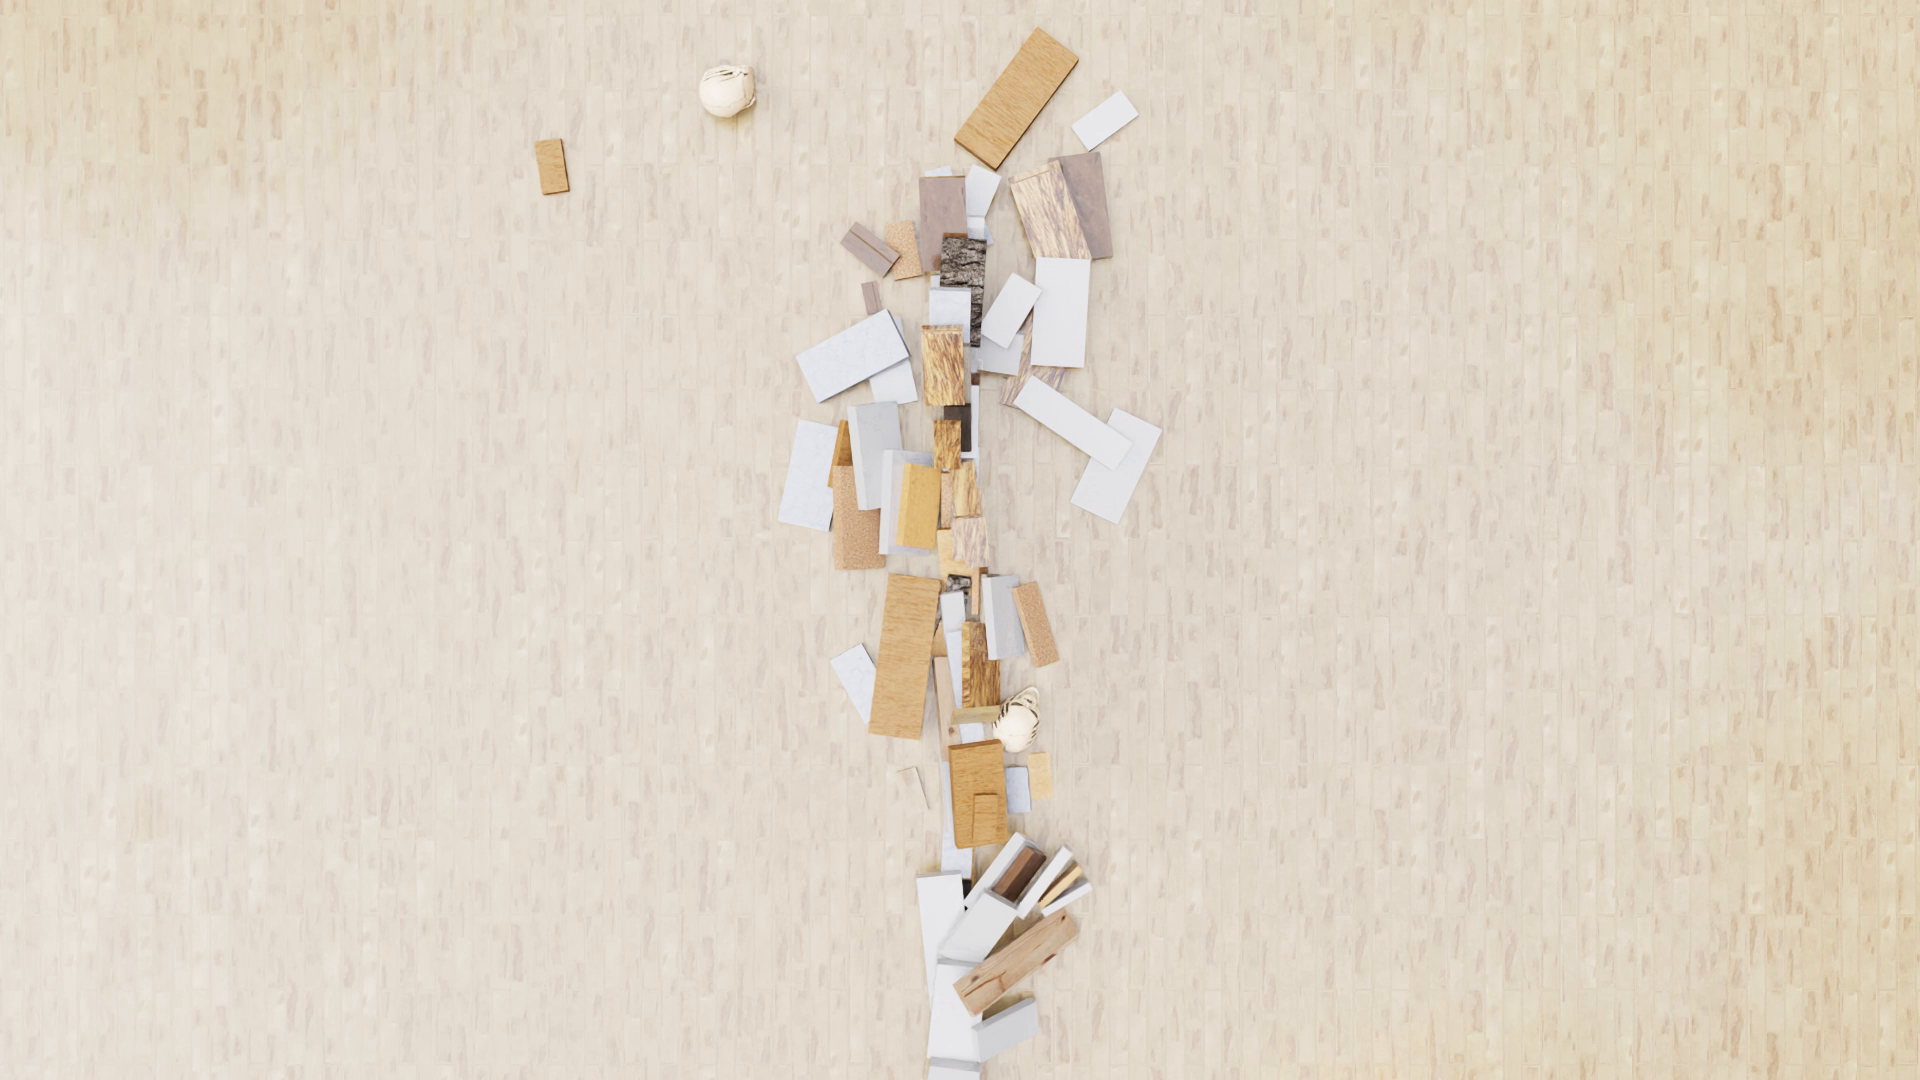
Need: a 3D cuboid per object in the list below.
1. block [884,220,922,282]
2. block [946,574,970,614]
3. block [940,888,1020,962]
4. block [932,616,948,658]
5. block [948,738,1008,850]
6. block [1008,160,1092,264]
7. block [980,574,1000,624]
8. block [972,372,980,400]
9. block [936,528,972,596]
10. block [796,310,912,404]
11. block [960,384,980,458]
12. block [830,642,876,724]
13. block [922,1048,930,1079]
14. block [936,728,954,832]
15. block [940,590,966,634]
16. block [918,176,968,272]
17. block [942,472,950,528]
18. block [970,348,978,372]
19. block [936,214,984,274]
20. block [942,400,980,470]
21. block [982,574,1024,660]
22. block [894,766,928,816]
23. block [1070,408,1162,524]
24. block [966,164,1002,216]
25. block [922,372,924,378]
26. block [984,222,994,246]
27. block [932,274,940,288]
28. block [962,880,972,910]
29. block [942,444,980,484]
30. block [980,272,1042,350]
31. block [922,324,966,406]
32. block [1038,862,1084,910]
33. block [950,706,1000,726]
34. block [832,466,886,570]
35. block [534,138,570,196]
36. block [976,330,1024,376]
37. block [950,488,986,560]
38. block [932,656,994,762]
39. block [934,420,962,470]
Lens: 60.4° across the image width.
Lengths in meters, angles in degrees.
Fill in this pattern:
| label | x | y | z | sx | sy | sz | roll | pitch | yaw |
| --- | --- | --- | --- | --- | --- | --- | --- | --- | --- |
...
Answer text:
| label | x | y | z | sx | sy | sz | roll | pitch | yaw |
| --- | --- | --- | --- | --- | --- | --- | --- | --- | --- |
| block | -0.188 | -0.964 | 5.487 | 0.093 | 0.026 | 0.186 | -11 | 90 | 0 |
| block | -0.012 | 0.187 | 5.453 | 0.076 | 0.021 | 0.151 | 7 | 118 | -3 |
| block | 0.063 | 1.264 | 5.354 | 0.134 | 0.038 | 0.267 | 31 | 107 | -10 |
| block | -0.047 | 0.318 | 5.473 | 0.076 | 0.021 | 0.151 | 20 | 98 | -10 |
| block | 0.059 | 0.827 | 5.366 | 0.170 | 0.048 | 0.339 | -6 | 102 | -13 |
| block | 0.296 | -1.051 | 5.427 | 0.174 | 0.049 | 0.348 | -19 | 89 | 3 |
| block | 0.100 | 0.193 | 5.460 | 0.023 | 0.081 | 0.161 | 1 | 90 | 35 |
| block | 0.002 | -0.431 | 5.426 | 0.122 | 0.035 | 0.244 | 1 | 119 | 0 |
| block | -0.010 | 0.072 | 5.456 | 0.115 | 0.033 | 0.230 | -4 | 103 | 2 |
| block | -0.351 | -0.605 | 5.442 | 0.344 | 0.049 | 0.172 | -26 | 87 | 10 |
| block | 0.000 | -0.387 | 5.359 | 0.118 | 0.033 | 0.236 | 1 | 103 | 0 |
| block | -0.321 | 0.477 | 5.483 | 0.121 | 0.034 | 0.241 | -29 | 90 | 0 |
| block | -0.033 | 1.668 | 5.444 | 0.145 | 0.041 | 0.291 | 8 | 100 | -2 |
| block | 0.026 | 0.784 | 5.446 | 0.170 | 0.048 | 0.339 | -4 | 86 | -13 |
| block | -0.023 | 0.245 | 5.431 | 0.076 | 0.021 | 0.151 | -9 | 106 | -13 |
| block | -0.052 | -1.023 | 5.334 | 0.149 | 0.042 | 0.298 | -2 | 113 | 2 |
| block | -0.004 | -0.112 | 5.441 | 0.115 | 0.033 | 0.230 | 0 | 108 | 0 |
| block | -0.004 | -0.539 | 5.411 | 0.122 | 0.035 | 0.244 | -1 | 119 | 5 |
| block | -0.001 | -0.917 | 5.423 | 0.149 | 0.042 | 0.298 | 2 | 113 | 0 |
| block | 0.001 | -0.344 | 5.432 | 0.118 | 0.033 | 0.236 | 2 | 117 | 0 |
| block | 0.143 | 0.254 | 5.439 | 0.038 | 0.134 | 0.268 | -5 | 90 | 45 |
| block | -0.162 | 0.837 | 5.489 | 0.076 | 0.021 | 0.151 | -17 | 90 | 0 |
| block | 0.516 | -0.245 | 5.475 | 0.174 | 0.049 | 0.347 | 25 | 90 | 0 |
| block | 0.049 | -1.119 | 5.427 | 0.103 | 0.029 | 0.205 | 22 | 99 | -8 |
| block | -0.037 | -0.631 | 5.318 | 0.122 | 0.035 | 0.244 | 11 | 83 | 3 |
| block | 0.033 | -1.054 | 5.467 | 0.093 | 0.026 | 0.186 | -24 | 102 | 1 |
| block | -0.019 | -0.725 | 5.438 | 0.149 | 0.042 | 0.298 | 0 | 106 | 0 |
| block | -0.014 | 1.220 | 5.459 | 0.099 | 0.028 | 0.198 | 2 | 106 | 0 |
| block | 0.002 | -0.197 | 5.448 | 0.118 | 0.033 | 0.236 | 1 | 108 | 0 |
| block | 0.160 | -0.739 | 5.338 | 0.113 | 0.032 | 0.225 | 31 | 85 | 2 |
| block | -0.052 | -0.550 | 5.197 | 0.128 | 0.036 | 0.257 | 0 | 117 | 4 |
| block | 0.330 | 1.140 | 5.454 | 0.182 | 0.091 | 0.026 | -43 | 90 | 0 |
| block | 0.049 | 0.567 | 5.335 | 0.151 | 0.076 | 0.021 | -3 | 60 | -13 |
| block | -0.332 | -0.074 | 5.425 | 0.170 | 0.048 | 0.339 | -2 | 91 | -39 |
| block | -1.357 | -1.242 | 5.488 | 0.088 | 0.025 | 0.176 | -9 | 90 | 0 |
| block | 0.060 | -0.632 | 5.399 | 0.284 | 0.040 | 0.142 | 9 | 118 | 0 |
| block | 0.028 | -0.051 | 5.396 | 0.115 | 0.033 | 0.230 | -3 | 93 | 1 |
| block | 0.010 | 0.552 | 5.421 | 0.170 | 0.048 | 0.339 | -3 | 78 | -13 |
| block | -0.040 | -0.307 | 5.311 | 0.086 | 0.024 | 0.172 | 2 | 127 | 2 |
